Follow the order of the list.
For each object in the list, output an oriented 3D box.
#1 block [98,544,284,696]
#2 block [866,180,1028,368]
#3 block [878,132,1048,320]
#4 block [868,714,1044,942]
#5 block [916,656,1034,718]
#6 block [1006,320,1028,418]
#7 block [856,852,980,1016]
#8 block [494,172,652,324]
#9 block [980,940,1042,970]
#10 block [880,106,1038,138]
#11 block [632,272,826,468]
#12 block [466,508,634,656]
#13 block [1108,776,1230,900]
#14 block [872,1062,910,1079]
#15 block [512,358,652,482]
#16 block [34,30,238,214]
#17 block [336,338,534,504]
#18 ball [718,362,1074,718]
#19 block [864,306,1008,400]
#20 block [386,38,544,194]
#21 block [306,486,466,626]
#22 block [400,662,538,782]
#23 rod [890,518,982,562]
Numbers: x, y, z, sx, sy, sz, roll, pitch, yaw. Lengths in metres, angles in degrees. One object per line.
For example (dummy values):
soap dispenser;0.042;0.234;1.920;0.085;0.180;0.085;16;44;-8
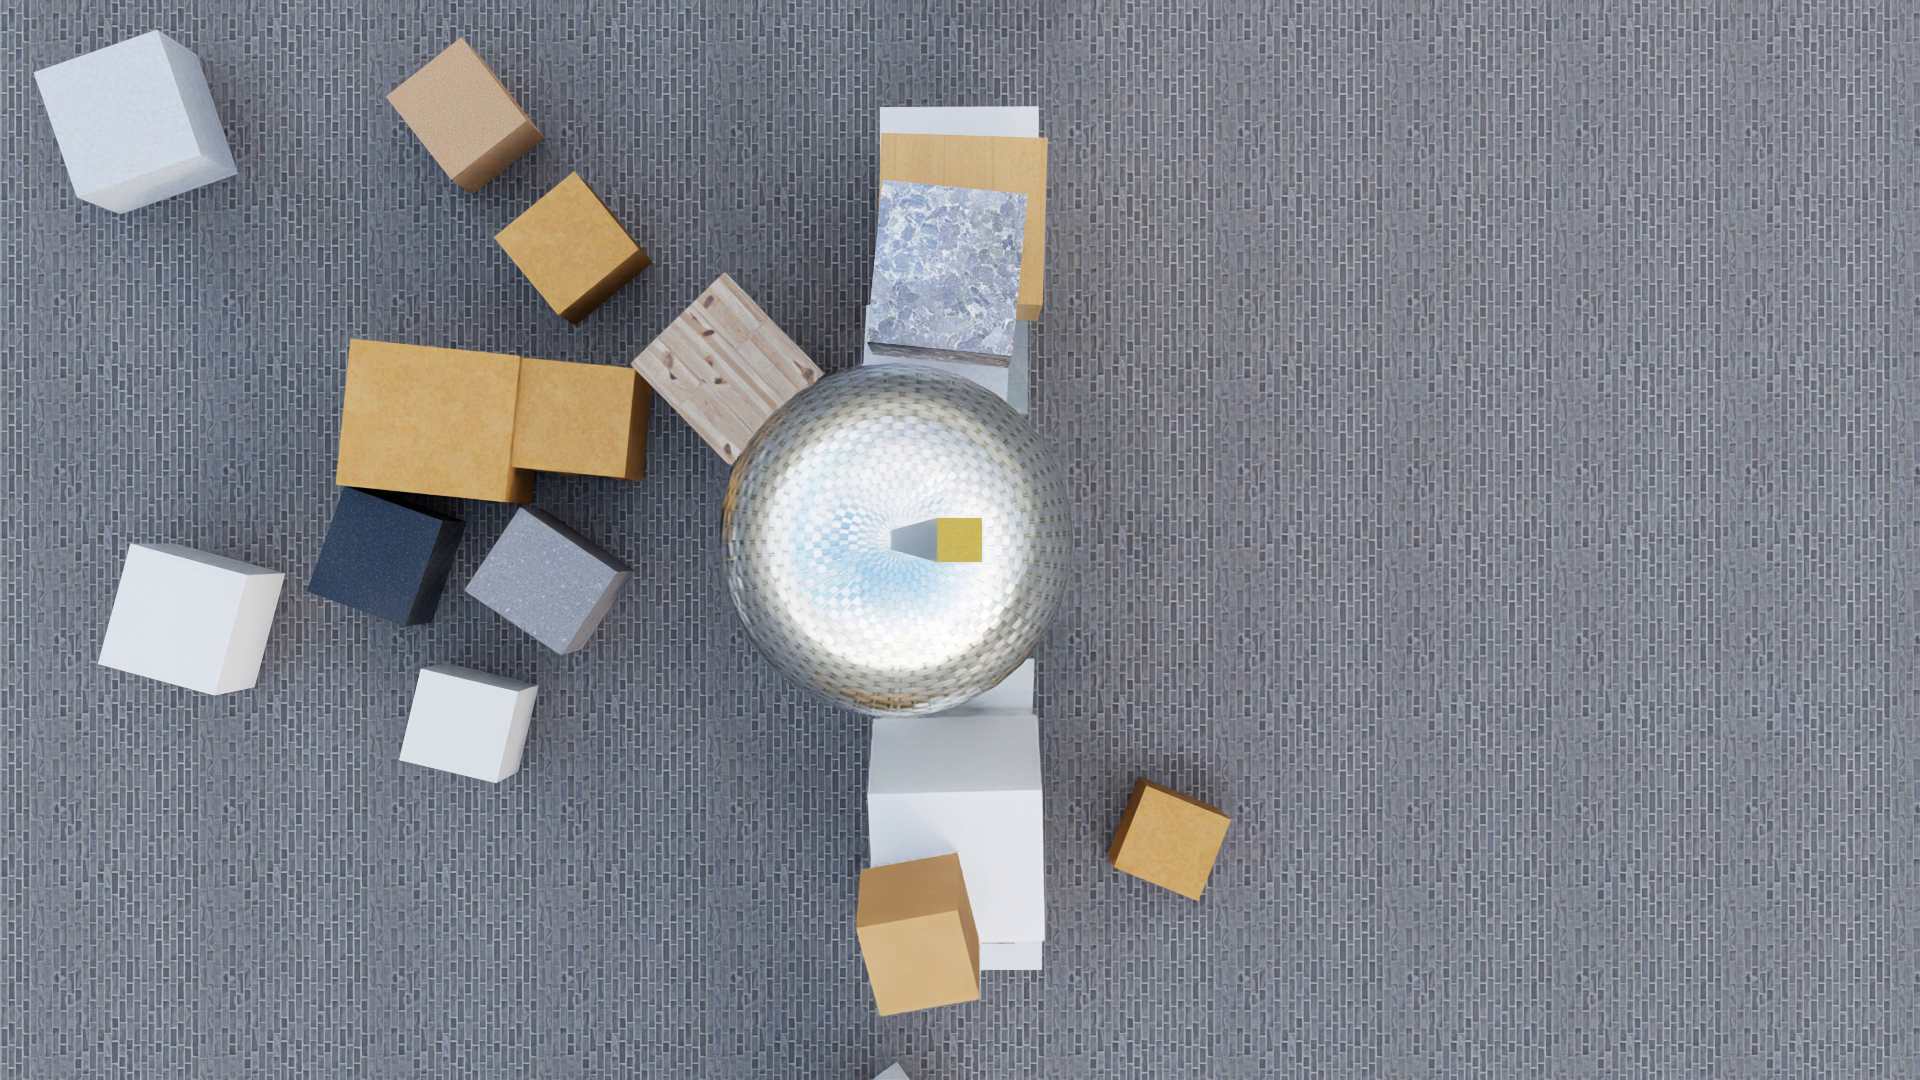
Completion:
block;-4.406;0.445;12.652;0.676;0.696;0.697;15;90;0
block;-0.061;-1.298;10.862;0.697;0.754;0.775;6;90;0
block;0.010;-1.642;11.653;0.851;0.828;0.855;2;90;0
block;-0.012;1.439;10.975;0.830;0.733;0.861;-2;115;1
block;-0.023;0.987;11.756;0.787;0.802;0.774;2;90;0
block;0.016;-1.095;12.626;0.724;0.748;0.777;0;90;0
block;-0.194;1.880;10.504;0.480;0.491;0.509;-11;114;5
block;-2.224;-1.677;12.711;0.589;0.579;0.571;-39;90;0
block;-0.008;1.955;12.591;0.923;0.817;0.851;0;90;0
block;-0.002;-1.934;12.534;0.869;0.933;0.886;0;90;0
block;-1.297;-0.954;12.631;0.737;0.737;0.798;-44;90;0
block;-2.350;0.231;12.662;0.654;0.676;0.562;34;90;0
block;1.206;1.723;12.742;0.517;0.516;0.498;22;90;0
block;-0.464;3.612;12.619;0.761;0.762;0.755;-35;90;0
block;-2.165;-0.682;12.656;0.637;0.693;0.615;6;90;0
block;-4.736;-2.397;12.678;0.736;0.643;0.743;-19;90;0
block;-2.965;-0.667;12.624;0.947;0.753;0.818;6;90;0
ball;-0.286;0.000;9.915;1.600;1.600;1.600;0;90;0
block;-0.132;-0.811;11.887;0.760;0.729;0.802;3;90;0
block;-2.852;-2.443;12.724;0.543;0.551;0.599;-38;90;0
block;-3.296;0.091;12.694;0.590;0.613;0.631;20;90;0
block;-2.824;1.047;12.694;0.563;0.613;0.528;13;90;0
rod;-0.124;0.000;6.519;0.080;5.200;0.080;0;90;-3
